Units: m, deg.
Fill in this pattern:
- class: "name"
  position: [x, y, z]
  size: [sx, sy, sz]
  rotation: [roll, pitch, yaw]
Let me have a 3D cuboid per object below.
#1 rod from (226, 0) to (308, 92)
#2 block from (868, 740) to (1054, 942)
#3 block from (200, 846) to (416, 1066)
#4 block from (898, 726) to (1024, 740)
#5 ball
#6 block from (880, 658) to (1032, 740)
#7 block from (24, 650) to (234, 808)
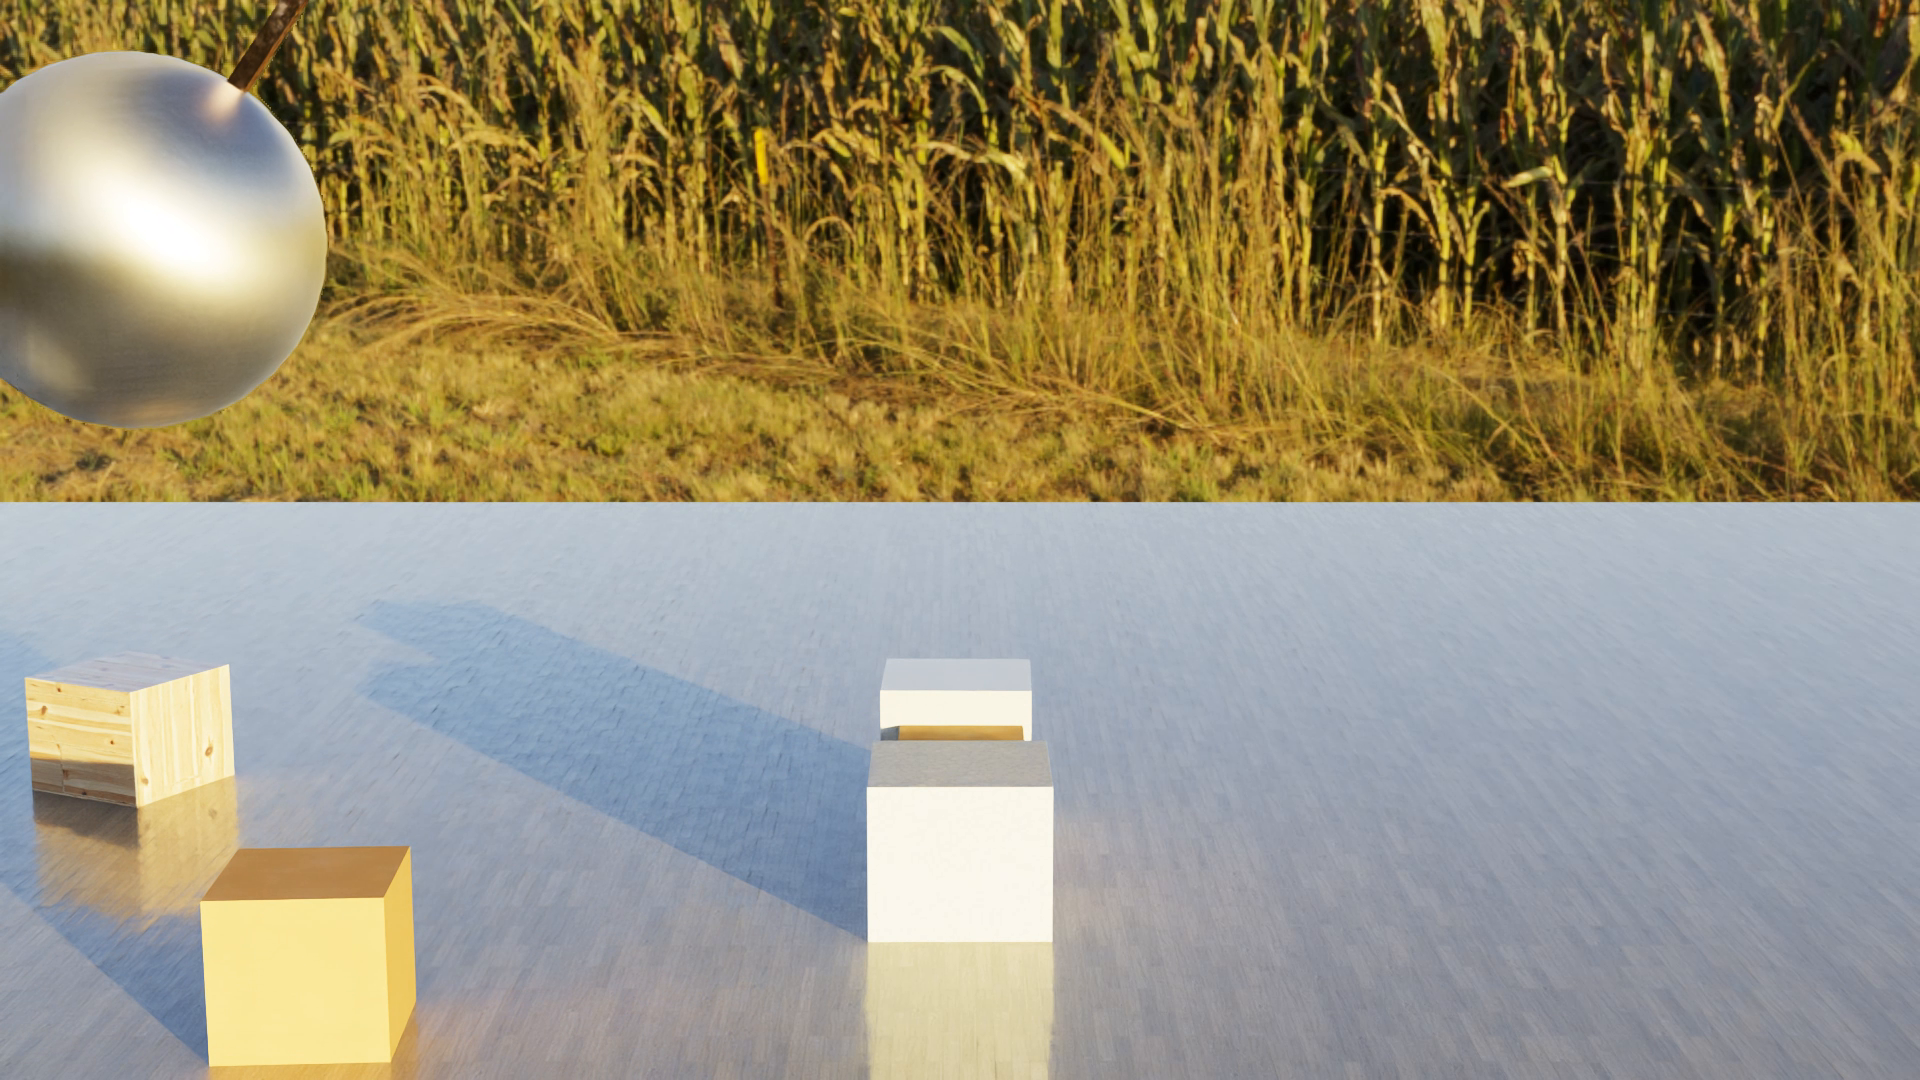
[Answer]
- class: "rod"
  position: [-1.526, -3.983, 10.456]
  size: [0.080, 5.200, 0.080]
  rotation: [36, 8, -6]
- class: "block"
  position: [-0.001, 1.258, 10.817]
  size: [0.754, 0.655, 0.743]
  rotation: [0, 10, 0]
- class: "block"
  position: [-2.389, 1.523, 9.466]
  size: [0.642, 0.616, 0.627]
  rotation: [-1, 10, -3]
- class: "block"
  position: [0.006, 1.176, 11.443]
  size: [0.557, 0.591, 0.499]
  rotation: [0, 10, 0]
- class: "ball"
  position: [-3.522, -1.275, 10.949]
  size: [1.600, 1.600, 1.600]
  rotation: [0, 10, 0]
- class: "block"
  position: [-0.014, 0.994, 12.001]
  size: [0.684, 0.750, 0.647]
  rotation: [0, 10, 1]
- class: "block"
  position: [-4.145, 0.934, 12.831]
  size: [0.693, 0.572, 0.675]
  rotation: [5, 12, 27]
